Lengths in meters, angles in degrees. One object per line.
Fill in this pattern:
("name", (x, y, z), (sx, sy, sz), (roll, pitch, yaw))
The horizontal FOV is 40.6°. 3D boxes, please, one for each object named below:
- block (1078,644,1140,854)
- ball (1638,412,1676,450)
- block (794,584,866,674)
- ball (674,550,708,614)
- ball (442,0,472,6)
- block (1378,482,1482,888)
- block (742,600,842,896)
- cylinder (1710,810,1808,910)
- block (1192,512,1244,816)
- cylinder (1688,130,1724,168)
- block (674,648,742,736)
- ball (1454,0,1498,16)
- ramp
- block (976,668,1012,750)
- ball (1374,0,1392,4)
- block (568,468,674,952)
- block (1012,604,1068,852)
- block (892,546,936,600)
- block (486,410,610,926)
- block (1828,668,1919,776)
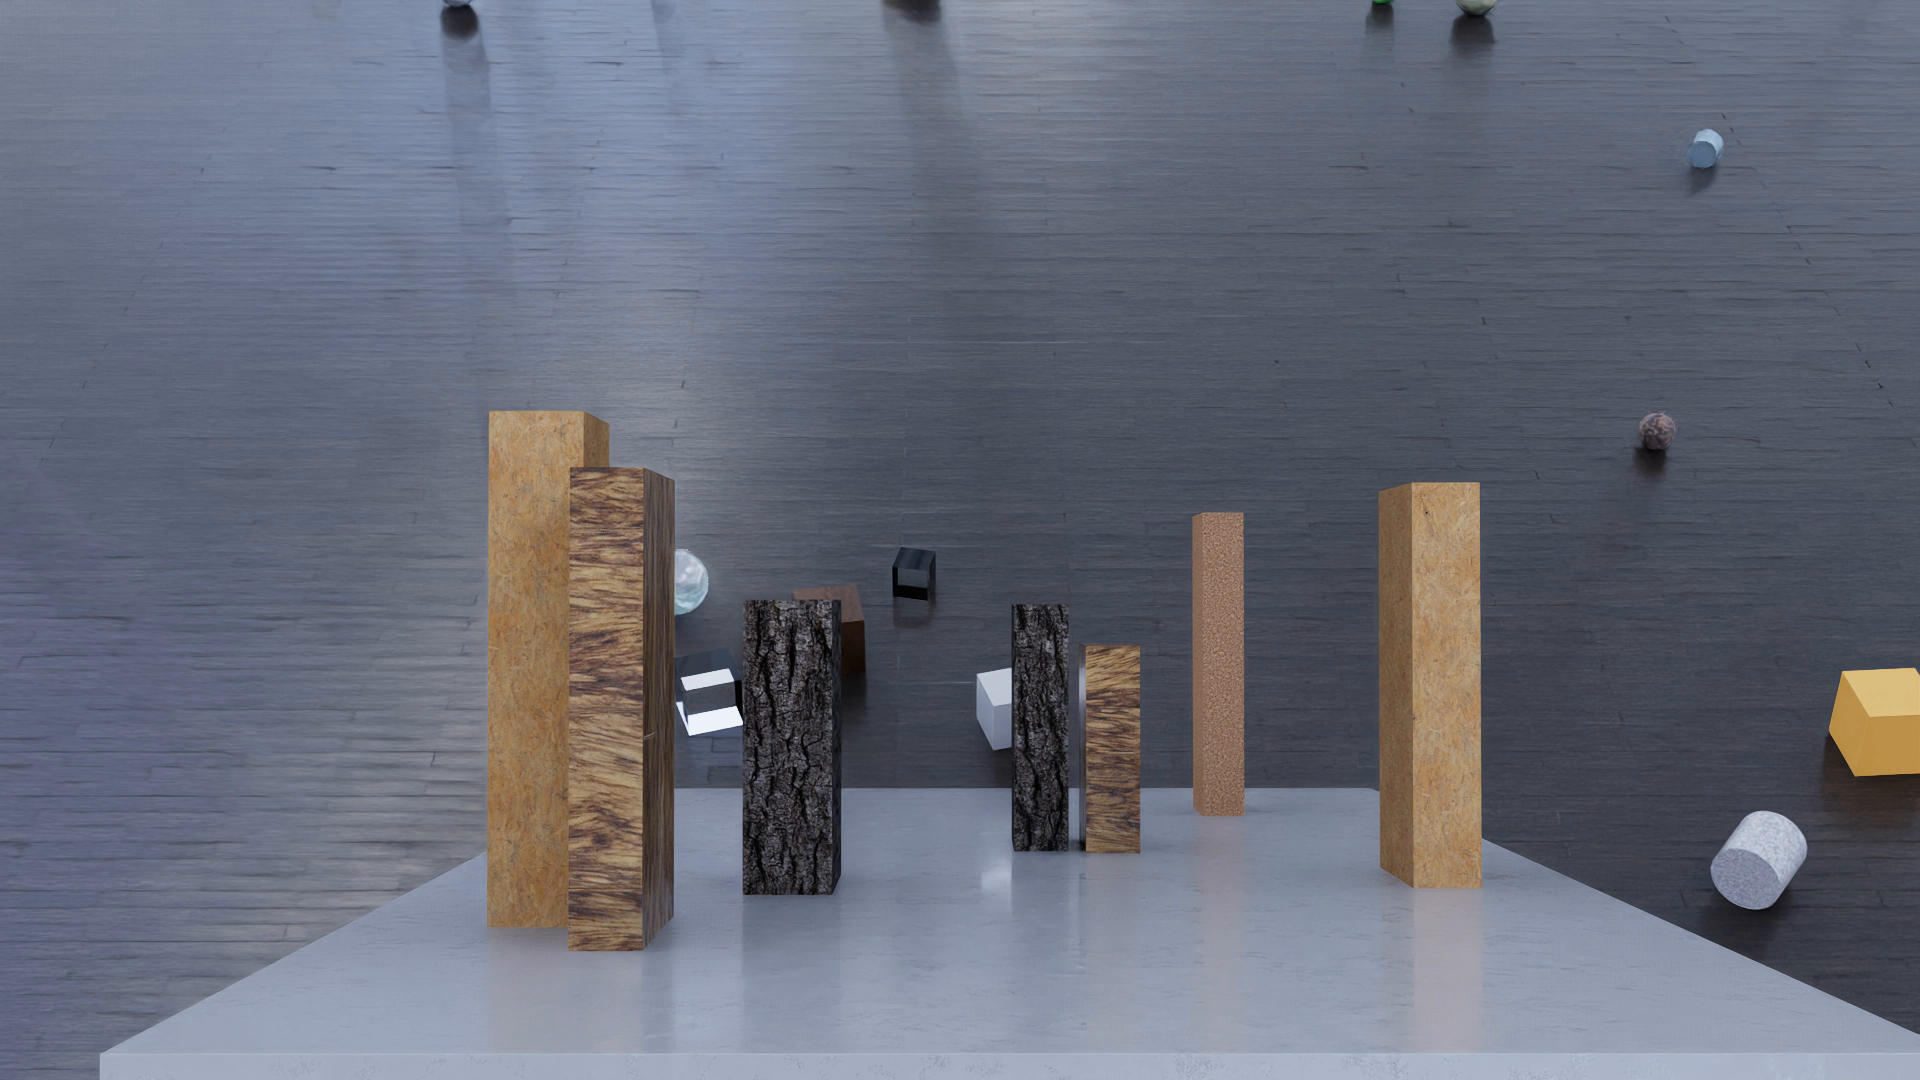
("block", (0.297, 0.409, 5.177), (0.105, 0.402, 0.294), (0, -1, 0))
("ball", (2.233, -0.348, 8.315), (0.119, 0.119, 0.119), (0, 34, 0))
("block", (-0.371, 0.258, 7.357), (0.180, 0.180, 0.180), (-5, 34, -8))
("ball", (-0.825, 0.124, 7.549), (0.188, 0.188, 0.188), (0, 34, 0))
("ball", (-2.203, -2.429, 11.351), (0.188, 0.188, 0.188), (0, 34, 0))
("block", (0.828, 0.251, 4.594), (0.116, 0.690, 0.353), (0, -1, 0))
("block", (-0.287, 0.348, 4.480), (0.149, 0.490, 0.334), (0, -1, 0))
("cylinder", (2.014, 0.806, 6.541), (0.179, 0.179, 0.179), (22, 40, 29))
("block", (0.600, 0.286, 6.041), (0.093, 0.690, 0.263), (0, -1, 0))
("cylinder", (2.888, -1.516, 10.058), (0.114, 0.114, 0.114), (15, 37, 21))
("block", (-0.692, 0.417, 7.143), (0.154, 0.154, 0.154), (-11, 35, -15))
("ball", (2.244, -2.381, 11.267), (0.203, 0.203, 0.203), (0, 34, 0))
("ramp", (0.075, 0.651, 4.788), (2.000, 0.100, 4.000), (0, -1, 0))
("block", (0.140, 0.457, 7.087), (0.151, 0.151, 0.151), (-10, 35, -14))
("ball", (1.858, -2.422, 11.387), (0.138, 0.138, 0.138), (0, 34, 0))
("block", (-0.494, 0.240, 3.823), (0.103, 0.674, 0.403), (0, -1, 0))
("block", (0.159, 0.370, 5.206), (0.106, 0.482, 0.271), (0, -1, 0))
("block", (-0.135, 0.100, 7.659), (0.105, 0.105, 0.105), (7, 35, 11))
("block", (-0.637, 0.196, 4.038), (0.142, 0.773, 0.290), (0, -1, 0))
("block", (2.492, 0.490, 6.992), (0.201, 0.201, 0.201), (-2, 34, -4))
